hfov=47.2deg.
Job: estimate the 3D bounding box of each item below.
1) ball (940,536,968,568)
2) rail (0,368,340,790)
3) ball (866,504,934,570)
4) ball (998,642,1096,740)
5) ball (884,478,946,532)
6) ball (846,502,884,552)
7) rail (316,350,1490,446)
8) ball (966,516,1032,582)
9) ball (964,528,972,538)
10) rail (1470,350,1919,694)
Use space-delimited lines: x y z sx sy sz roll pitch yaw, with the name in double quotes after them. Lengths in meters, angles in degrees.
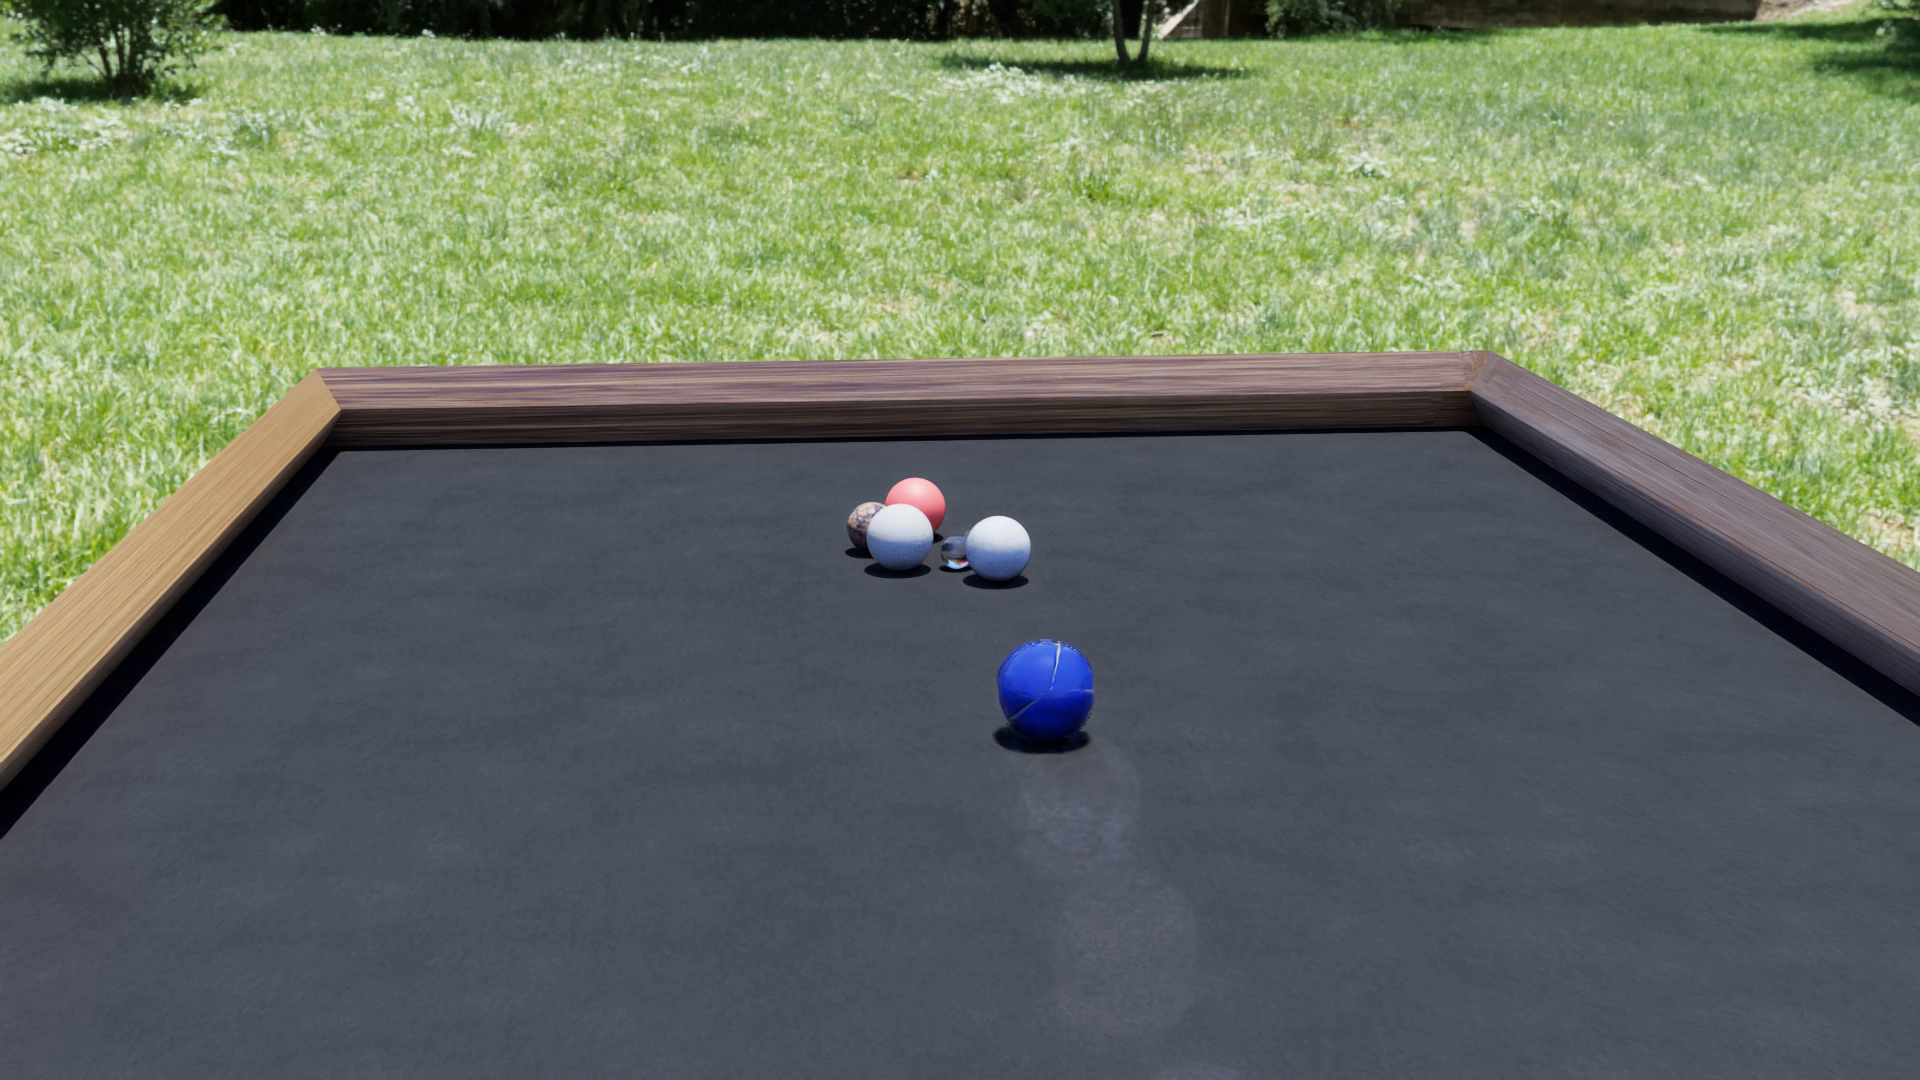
-0.004 0.015 2.812 0.043 0.043 0.043 0 14 0 "ball"
-0.864 0.196 1.942 0.045 0.126 3.294 -1 15 -5 "rail"
-0.076 -0.004 2.800 0.086 0.086 0.086 0 14 0 "ball"
0.086 0.150 2.182 0.097 0.097 0.097 0 14 0 "ball"
-0.060 -0.043 2.958 0.082 0.082 0.082 0 14 0 "ball"
-0.115 -0.016 2.887 0.067 0.067 0.067 0 14 0 "ball"
-0.070 -0.229 3.588 1.927 0.126 0.045 -1 15 -5 "rail"
0.048 0.011 2.750 0.083 0.083 0.083 0 14 0 "ball"
0.022 0.003 2.865 0.040 0.040 0.040 0 14 0 "ball"
1.008 0.155 2.102 0.045 0.126 3.294 -1 15 -5 "rail"
